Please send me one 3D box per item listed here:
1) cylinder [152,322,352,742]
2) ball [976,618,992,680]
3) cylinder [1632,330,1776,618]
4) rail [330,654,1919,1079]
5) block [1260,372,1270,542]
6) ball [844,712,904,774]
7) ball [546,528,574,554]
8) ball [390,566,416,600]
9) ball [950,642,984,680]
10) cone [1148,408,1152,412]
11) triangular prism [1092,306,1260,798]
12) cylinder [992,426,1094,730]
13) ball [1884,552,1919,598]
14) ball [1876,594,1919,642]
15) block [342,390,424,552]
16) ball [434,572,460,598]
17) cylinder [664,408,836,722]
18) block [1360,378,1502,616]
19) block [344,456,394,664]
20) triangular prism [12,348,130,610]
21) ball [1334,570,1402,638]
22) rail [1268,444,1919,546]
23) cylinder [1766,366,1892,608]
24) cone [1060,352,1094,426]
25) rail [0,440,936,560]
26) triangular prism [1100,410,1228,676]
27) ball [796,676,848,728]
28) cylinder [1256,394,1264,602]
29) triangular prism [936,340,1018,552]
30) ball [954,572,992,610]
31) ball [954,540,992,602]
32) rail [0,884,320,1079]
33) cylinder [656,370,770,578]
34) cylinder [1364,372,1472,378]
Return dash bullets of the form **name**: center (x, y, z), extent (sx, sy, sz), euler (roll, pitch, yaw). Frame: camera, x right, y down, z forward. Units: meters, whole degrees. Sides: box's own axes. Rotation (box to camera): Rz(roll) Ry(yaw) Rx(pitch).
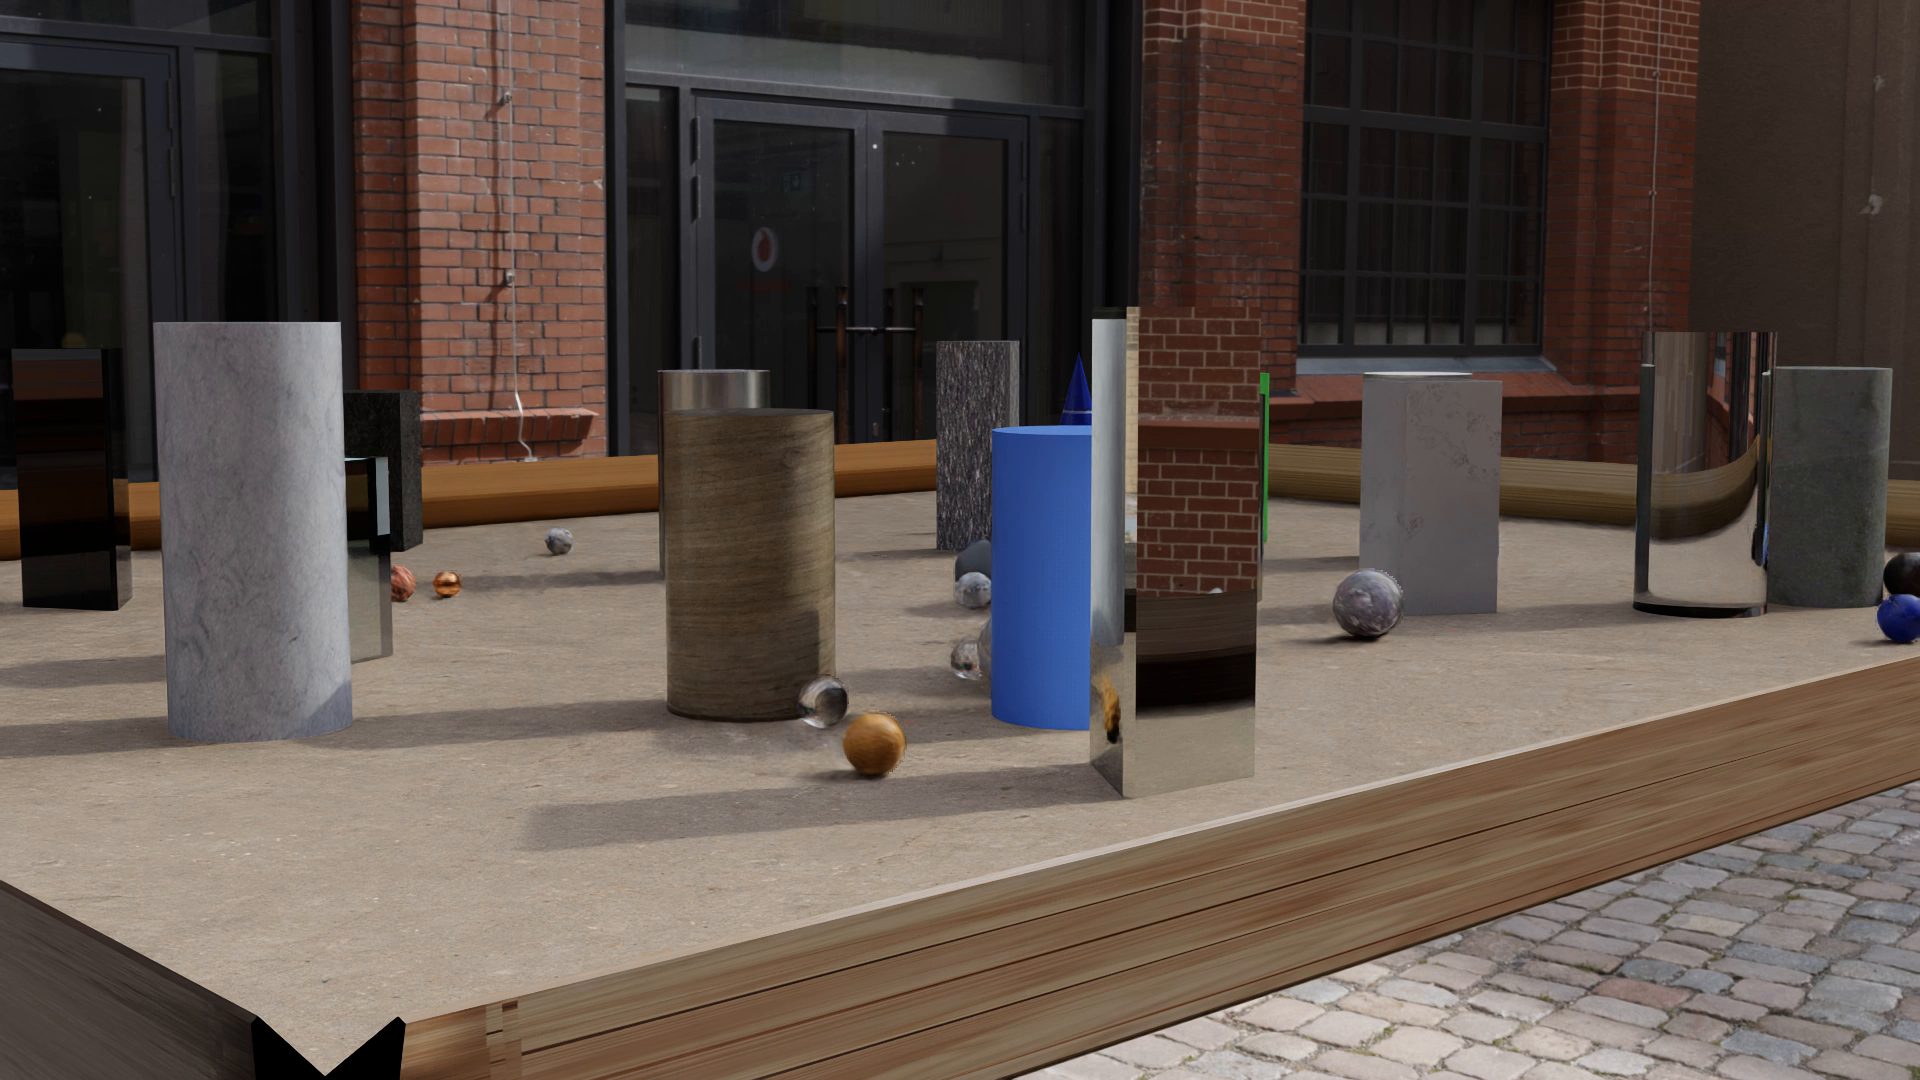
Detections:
- **cylinder**: center (-0.746, -0.015, 2.327), extent (0.188, 0.428, 0.188), euler (0, 6, 0)
- **ball**: center (0.065, 0.128, 2.572), extent (0.093, 0.093, 0.093), euler (0, 6, 0)
- **cylinder**: center (1.092, -0.101, 3.228), extent (0.188, 0.409, 0.188), euler (0, 6, 0)
- **rail**: center (1.034, 0.150, 2.218), extent (3.647, 0.122, 0.045), euler (-6, 8, -42)
- **block**: center (0.479, -0.157, 4.183), extent (0.150, 0.321, 0.150), euler (-4, 7, -35)
- **ball**: center (-0.082, 0.195, 2.103), extent (0.059, 0.059, 0.059), euler (0, 6, 0)
- **ball**: center (-0.723, 0.002, 3.967), extent (0.048, 0.048, 0.048), euler (0, 6, 0)
- **ball**: center (-0.856, 0.066, 3.344), extent (0.053, 0.053, 0.053), euler (0, 6, 0)
- **ball**: center (0.011, 0.144, 2.640), extent (0.046, 0.046, 0.046), euler (0, 6, 0)
- **cone**: center (0.261, -0.029, 3.027), extent (0.188, 0.309, 0.188), euler (0, 6, 0)
- **triangular prism**: center (0.173, 0.003, 2.081), extent (0.162, 0.445, 0.141), euler (-5, 8, -38)
- **cylinder**: center (0.128, 0.036, 2.400), extent (0.188, 0.312, 0.188), euler (0, 6, 0)
- **ball**: center (1.437, 0.056, 3.322), extent (0.078, 0.078, 0.078), euler (0, 6, 0)
- **ball**: center (1.258, 0.104, 2.932), extent (0.065, 0.065, 0.065), euler (0, 6, 0)
- **block**: center (-1.092, -0.131, 4.078), extent (0.150, 0.290, 0.150), euler (0, 6, 0)
- **ball**: center (-0.788, 0.068, 3.378), extent (0.041, 0.041, 0.041), euler (0, 6, 0)
- **cylinder**: center (-0.233, 0.023, 2.441), extent (0.188, 0.329, 0.188), euler (0, 6, 0)
- **block**: center (0.693, -0.067, 3.250), extent (0.150, 0.338, 0.150), euler (-2, 6, -14)
- **block**: center (-0.827, 0.025, 2.771), extent (0.150, 0.255, 0.150), euler (3, 7, 25)
- **triangular prism**: center (-1.300, -0.096, 3.306), extent (0.162, 0.383, 0.141), euler (2, 6, 17)
- **ball**: center (0.549, 0.087, 2.961), extent (0.092, 0.092, 0.092), euler (0, 6, 0)
- **rail**: center (1.323, -0.097, 4.546), extent (0.045, 0.122, 3.096), euler (-6, 8, -42)
- **cylinder**: center (1.306, -0.084, 3.338), extent (0.188, 0.353, 0.188), euler (0, 6, 0)
- **cone**: center (0.238, -0.201, 4.430), extent (0.188, 0.356, 0.188), euler (0, 6, 0)
- **rail**: center (-1.034, -0.086, 4.446), extent (3.647, 0.122, 0.045), euler (-6, 8, -42)
- **triangular prism**: center (0.235, -0.003, 2.758), extent (0.141, 0.314, 0.162), euler (4, 7, 33)
- **ball**: center (-0.146, 0.172, 2.335), extent (0.055, 0.055, 0.055), euler (0, 6, 0)
- **cylinder**: center (0.369, -0.066, 3.354), extent (0.188, 0.313, 0.188), euler (0, 6, 0)
- **triangular prism**: center (0.064, -0.174, 4.048), extent (0.162, 0.383, 0.141), euler (5, 8, 37)
- **ball**: center (0.020, 0.075, 3.247), extent (0.056, 0.056, 0.056), euler (0, 6, 0)
- **ball**: center (0.038, 0.048, 3.320), extent (0.094, 0.094, 0.094), euler (0, 6, 0)
- **rail**: center (-1.323, 0.160, 2.119), extent (0.045, 0.122, 3.096), euler (-6, 8, -42)
- **cylinder**: center (-0.409, -0.112, 3.670), extent (0.188, 0.339, 0.188), euler (0, 6, 0)
- **cylinder**: center (0.802, -0.128, 3.867), extent (0.188, 0.329, 0.188), euler (0, 6, 0)
